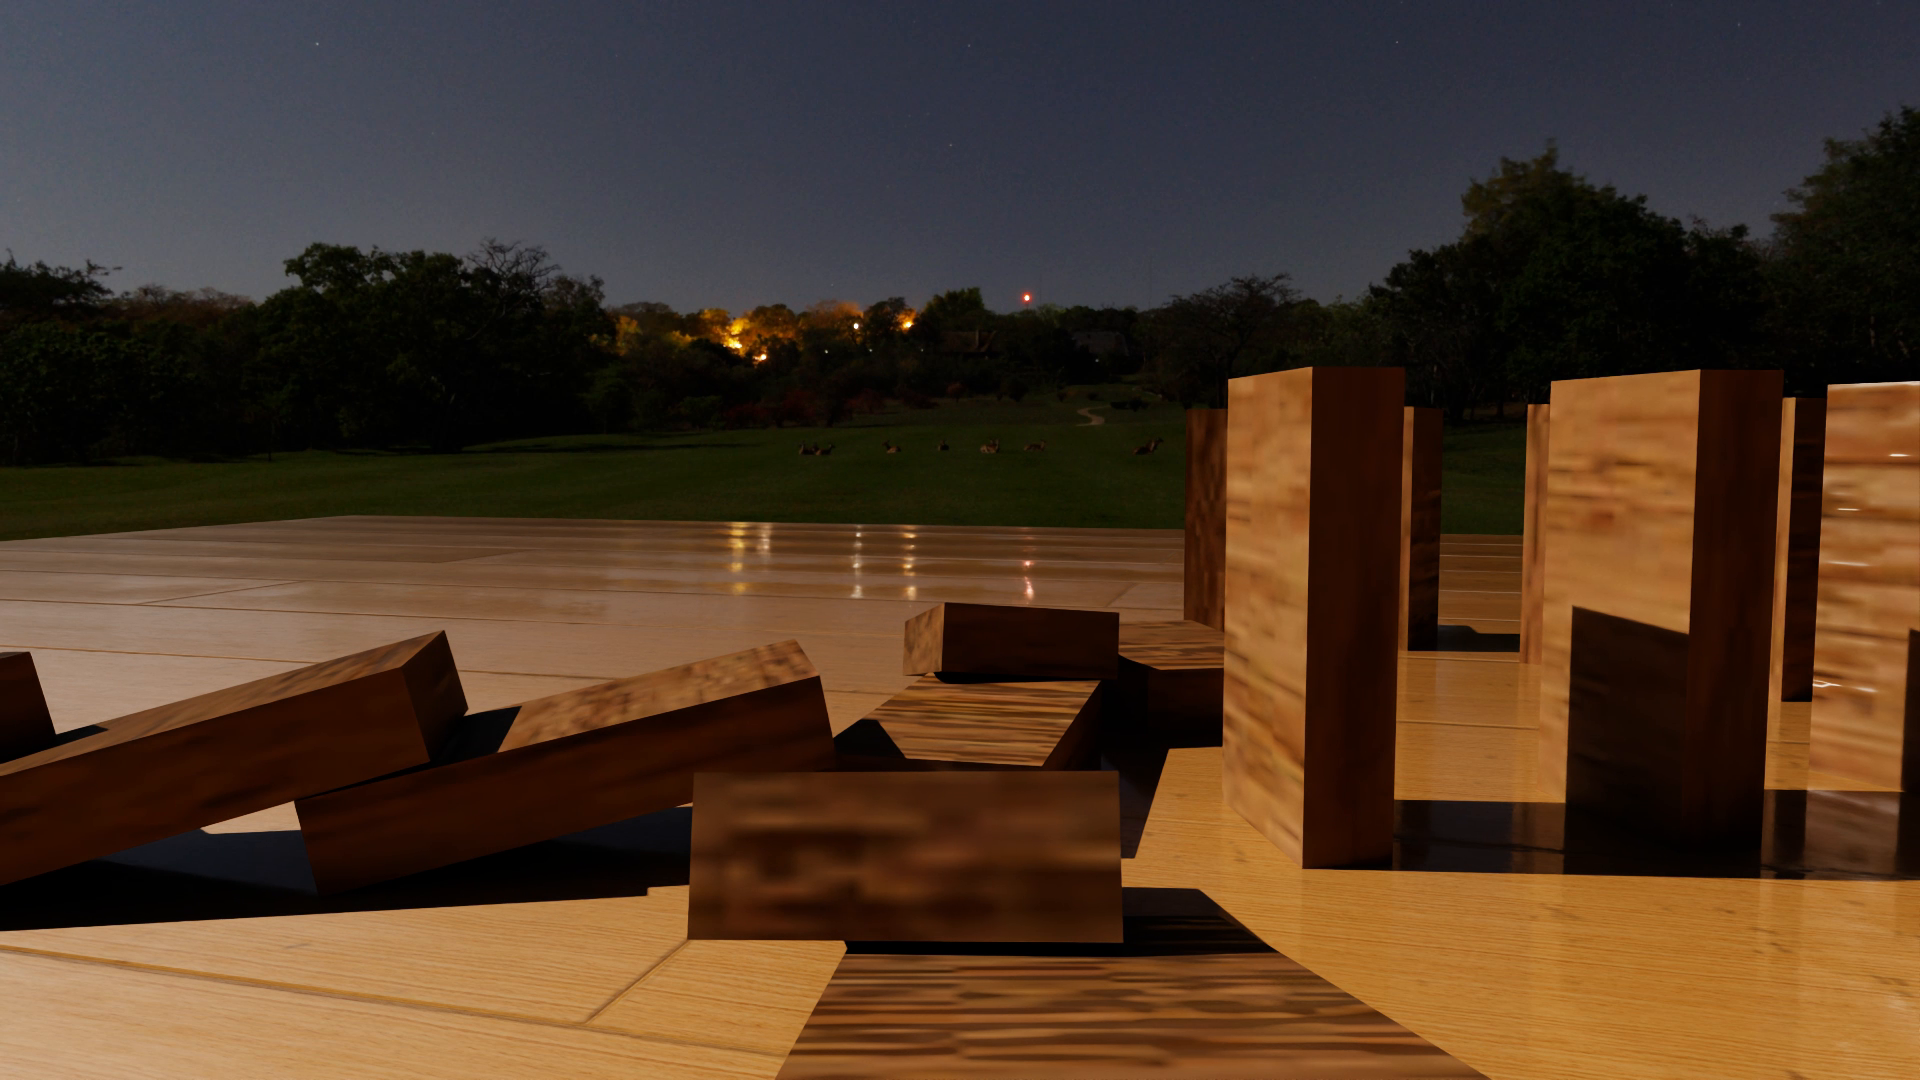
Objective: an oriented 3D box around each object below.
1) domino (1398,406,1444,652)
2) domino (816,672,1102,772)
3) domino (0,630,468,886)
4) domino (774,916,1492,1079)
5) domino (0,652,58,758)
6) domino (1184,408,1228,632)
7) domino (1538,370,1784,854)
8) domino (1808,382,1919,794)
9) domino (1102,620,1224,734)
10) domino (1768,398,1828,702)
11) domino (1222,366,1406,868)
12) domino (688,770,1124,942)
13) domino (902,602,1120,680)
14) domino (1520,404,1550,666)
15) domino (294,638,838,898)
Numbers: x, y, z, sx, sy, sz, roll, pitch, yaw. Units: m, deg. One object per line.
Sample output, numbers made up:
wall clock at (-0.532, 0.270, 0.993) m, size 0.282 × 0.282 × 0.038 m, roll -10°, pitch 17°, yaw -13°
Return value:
domino at (0.095, -0.003, 0.275) m, size 0.009 × 0.050 × 0.025 m, roll 3°, pitch 5°, yaw 34°
domino at (0.002, 0.026, 0.159) m, size 0.025 × 0.010 × 0.050 m, roll 1°, pitch 4°, yaw 13°
domino at (-0.078, 0.022, 0.129) m, size 0.050 × 0.010 × 0.025 m, roll -16°, pitch 7°, yaw -12°
domino at (0.006, 0.027, 0.065) m, size 0.025 × 0.009 × 0.050 m, roll 0°, pitch -10°, yaw 0°
domino at (-0.118, 0.023, 0.122) m, size 0.050 × 0.009 × 0.025 m, roll -18°, pitch 8°, yaw -41°
domino at (0.056, -0.004, 0.291) m, size 0.009 × 0.050 × 0.025 m, roll 1°, pitch 4°, yaw 11°
domino at (0.078, 0.007, 0.145) m, size 0.010 × 0.050 × 0.025 m, roll -1°, pitch 4°, yaw -9°
domino at (0.121, 0.006, 0.157) m, size 0.009 × 0.050 × 0.025 m, roll -2°, pitch 5°, yaw -26°
domino at (0.036, 0.022, 0.215) m, size 0.025 × 0.010 × 0.050 m, roll -1°, pitch 4°, yaw -10°
domino at (0.145, 0.001, 0.220) m, size 0.025 × 0.050 × 0.010 m, roll -2°, pitch 5°, yaw -24°
domino at (0.038, 0.007, 0.140) m, size 0.009 × 0.050 × 0.025 m, roll -1°, pitch 4°, yaw -7°
domino at (-0.001, 0.023, 0.098) m, size 0.025 × 0.009 × 0.050 m, roll -1°, pitch -12°, yaw 4°
domino at (0.006, 0.017, 0.203) m, size 0.025 × 0.010 × 0.050 m, roll 4°, pitch -7°, yaw -8°
domino at (0.121, -0.001, 0.253) m, size 0.025 × 0.050 × 0.009 m, roll -4°, pitch 6°, yaw -45°
domino at (-0.040, 0.023, 0.137) m, size 0.050 × 0.009 × 0.025 m, roll -13°, pitch 7°, yaw -12°
